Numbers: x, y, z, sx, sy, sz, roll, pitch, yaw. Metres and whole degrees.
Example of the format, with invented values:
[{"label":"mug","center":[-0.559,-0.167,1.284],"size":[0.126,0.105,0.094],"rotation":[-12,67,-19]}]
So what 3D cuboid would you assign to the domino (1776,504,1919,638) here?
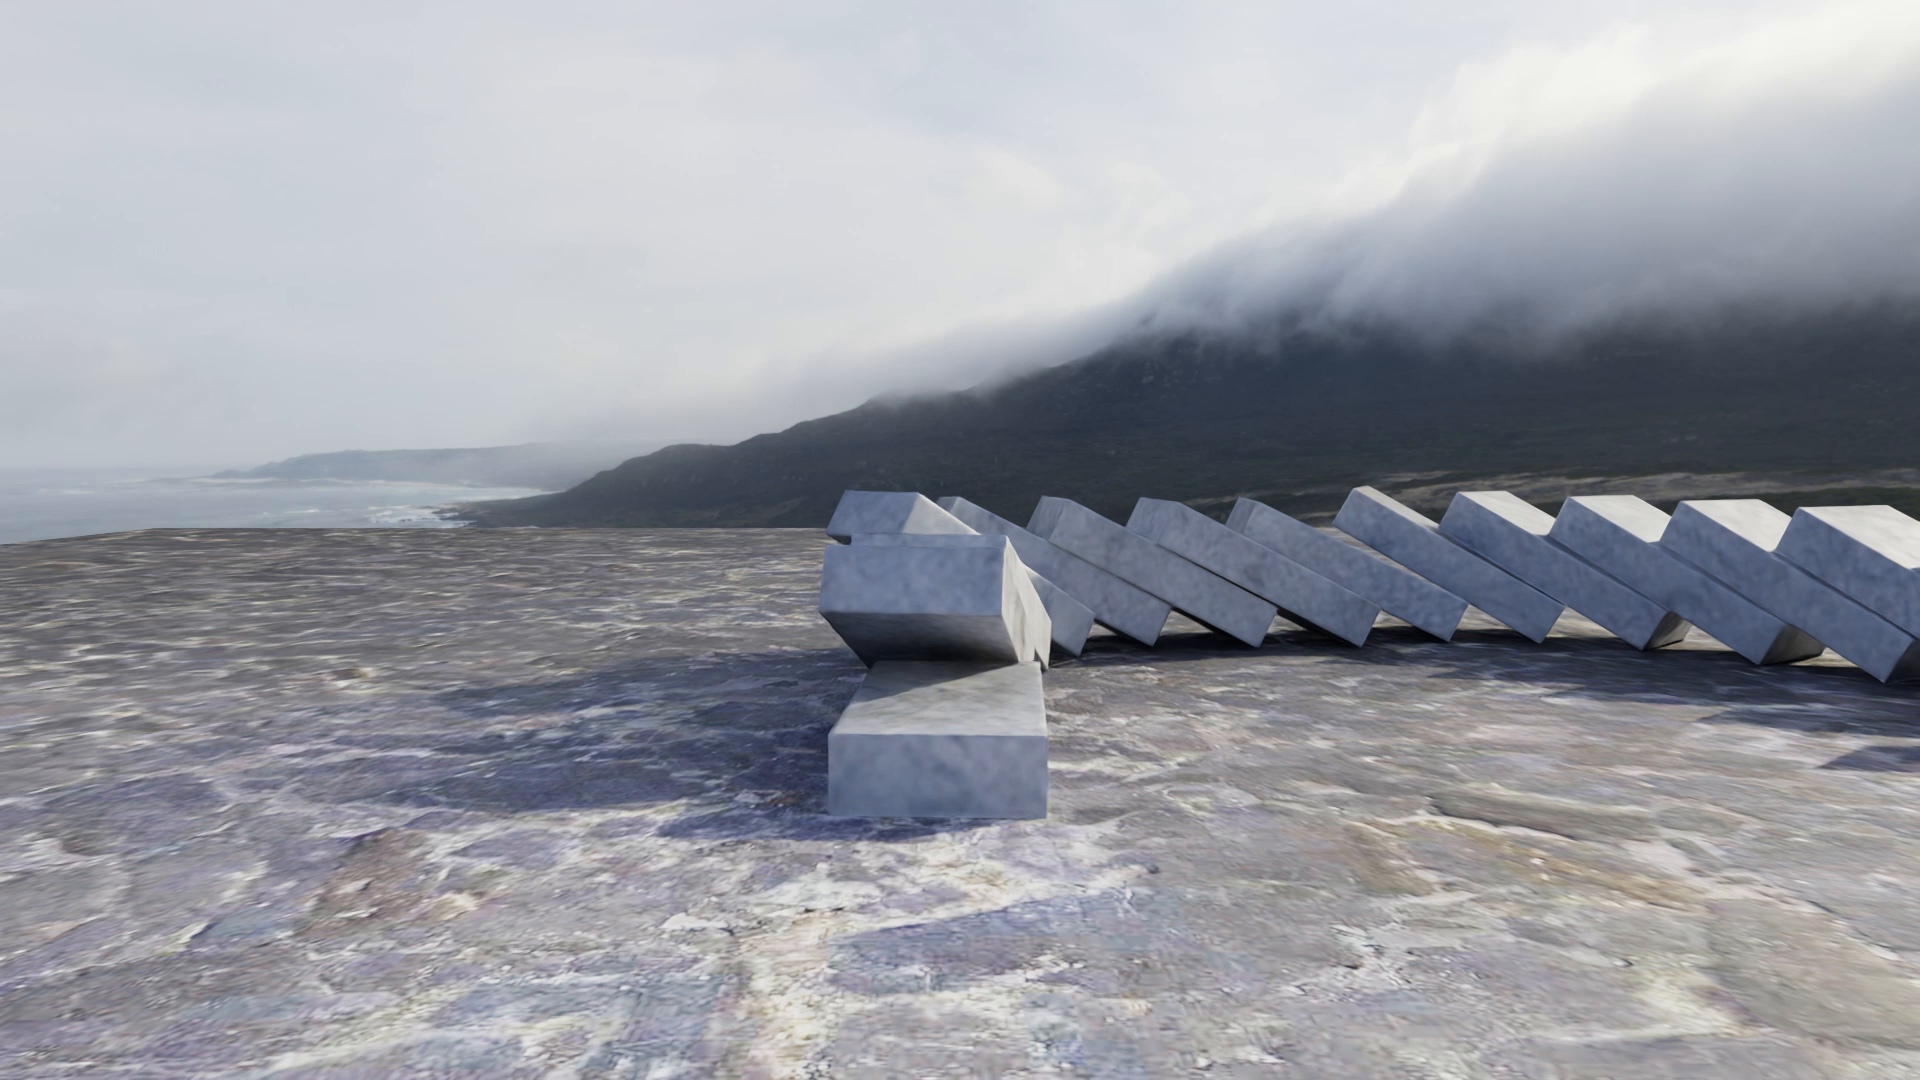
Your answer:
[{"label":"domino","center":[0.178,0.010,0.230],"size":[0.025,0.009,0.050],"rotation":[-2,31,-21]}]

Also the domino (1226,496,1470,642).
[{"label":"domino","center":[0.085,0.006,0.288],"size":[0.050,0.009,0.025],"rotation":[26,5,1]}]

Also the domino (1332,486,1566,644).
[{"label":"domino","center":[0.111,0.004,0.291],"size":[0.050,0.010,0.025],"rotation":[33,16,19]}]

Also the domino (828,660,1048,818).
[{"label":"domino","center":[-0.001,0.025,0.171],"size":[0.025,0.010,0.050],"rotation":[0,4,3]}]

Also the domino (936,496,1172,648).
[{"label":"domino","center":[0.018,0.006,0.271],"size":[0.050,0.009,0.025],"rotation":[27,-3,-10]}]

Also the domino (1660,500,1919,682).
[{"label":"domino","center":[0.167,0.008,0.250],"size":[0.025,0.010,0.050],"rotation":[-2,31,-25]}]

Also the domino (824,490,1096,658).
[{"label":"domino","center":[0.001,0.007,0.252],"size":[0.050,0.010,0.025],"rotation":[34,-17,-33]}]

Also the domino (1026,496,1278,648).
[{"label":"domino","center":[0.040,0.006,0.273],"size":[0.050,0.010,0.025],"rotation":[27,-1,-10]}]

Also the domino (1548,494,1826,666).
[{"label":"domino","center":[0.153,0.007,0.268],"size":[0.025,0.009,0.050],"rotation":[-2,32,-32]}]

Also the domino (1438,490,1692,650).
[{"label":"domino","center":[0.135,0.005,0.284],"size":[0.025,0.009,0.050],"rotation":[-3,32,-43]}]

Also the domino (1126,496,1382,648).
[{"label":"domino","center":[0.062,0.006,0.276],"size":[0.050,0.009,0.025],"rotation":[26,-1,-11]}]

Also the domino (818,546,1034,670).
[{"label":"domino","center":[-0.003,0.014,0.197],"size":[0.025,0.009,0.050],"rotation":[1,-19,8]}]

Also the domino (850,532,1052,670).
[{"label":"domino","center":[0.000,0.012,0.222],"size":[0.025,0.009,0.050],"rotation":[1,-19,13]}]
